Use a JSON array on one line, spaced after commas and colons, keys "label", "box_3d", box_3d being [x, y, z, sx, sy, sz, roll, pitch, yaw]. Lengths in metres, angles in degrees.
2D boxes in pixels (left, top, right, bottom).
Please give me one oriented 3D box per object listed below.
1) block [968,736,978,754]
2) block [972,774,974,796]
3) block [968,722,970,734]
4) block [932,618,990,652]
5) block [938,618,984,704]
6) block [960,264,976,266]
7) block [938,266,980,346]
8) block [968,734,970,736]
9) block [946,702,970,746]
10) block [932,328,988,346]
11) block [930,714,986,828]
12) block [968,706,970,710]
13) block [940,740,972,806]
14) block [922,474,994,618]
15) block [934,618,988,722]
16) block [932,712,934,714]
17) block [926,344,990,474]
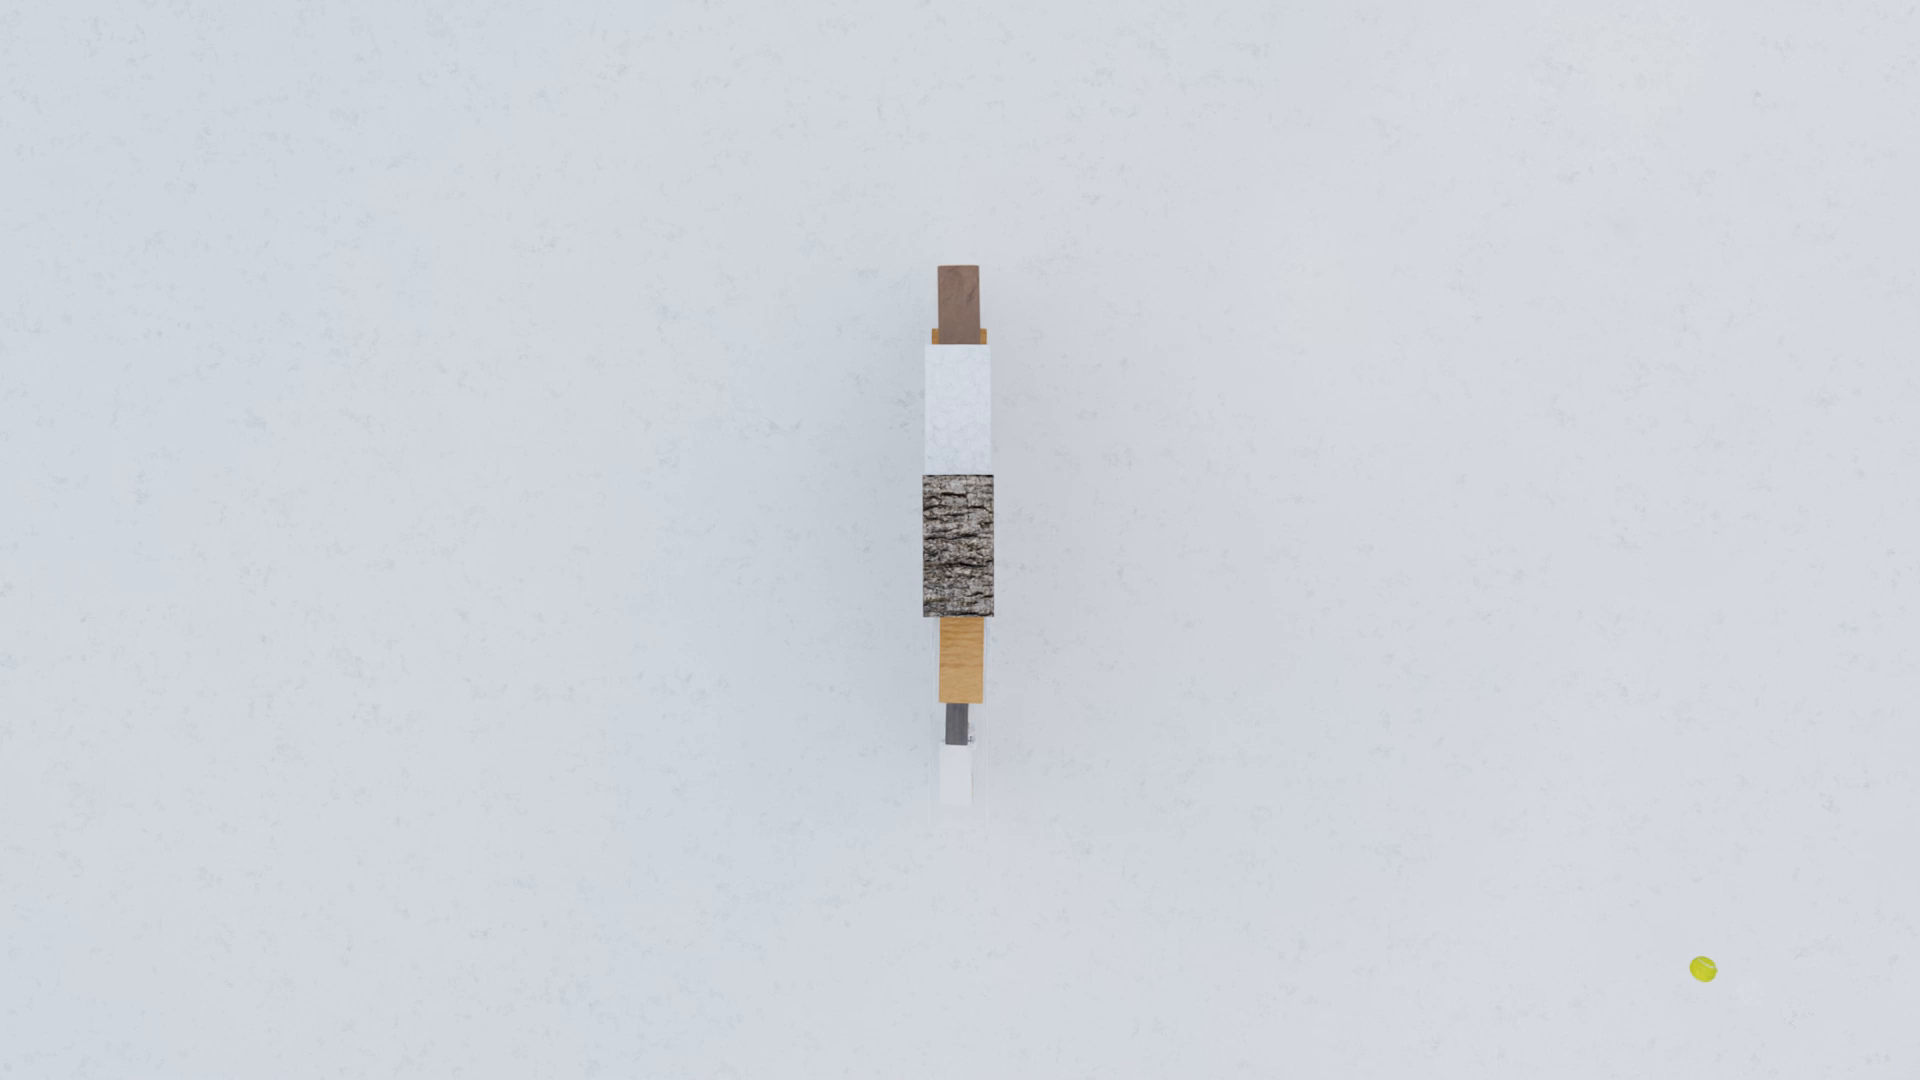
[{"label": "block", "box_3d": [0.000, 0.570, 4.592, 0.086, 0.173, 0.024, 0, 92, 7]}, {"label": "block", "box_3d": [-0.005, 0.691, 4.663, 0.086, 0.292, 0.024, 0, 89, 1]}, {"label": "block", "box_3d": [-0.005, 0.524, 4.519, 0.059, 0.319, 0.017, -2, 90, 1]}, {"label": "block", "box_3d": [0.003, 0.154, 4.840, 0.173, 0.049, 0.346, 0, 90, 0]}, {"label": "block", "box_3d": [0.004, 0.305, 4.247, 0.113, 0.032, 0.227, 1, 90, 0]}, {"label": "block", "box_3d": [-0.004, -0.728, 5.048, 0.111, 0.031, 0.222, 0, 90, 0]}, {"label": "block", "box_3d": [-0.003, -0.612, 4.361, 0.111, 0.031, 0.222, -1, 90, 0]}, {"label": "block", "box_3d": [0.003, 0.553, 4.692, 0.052, 0.015, 0.104, -3, 93, -8]}, {"label": "block", "box_3d": [-0.007, 0.482, 4.355, 0.059, 0.017, 0.119, 2, 84, 2]}, {"label": "block", "box_3d": [-0.002, -0.451, 4.797, 0.161, 0.046, 0.321, 0, 90, 0]}, {"label": "block", "box_3d": [-0.005, 0.674, 4.833, 0.164, 0.047, 0.328, 0, 90, 0]}, {"label": "block", "box_3d": [-0.005, 0.443, 4.430, 0.059, 0.119, 0.017, 1, 90, 0]}, {"label": "block", "box_3d": [-0.011, 0.633, 4.495, 0.086, 0.024, 0.173, 0, 92, 8]}, {"label": "block", "box_3d": [-0.004, 0.014, 4.044, 0.174, 0.049, 0.348, 0, 90, 0]}, {"label": "block", "box_3d": [0.001, 0.352, 4.510, 0.143, 0.040, 0.285, 0, 90, 0]}, {"label": "block", "box_3d": [-0.004, 0.565, 5.020, 0.164, 0.329, 0.047, 0, 90, 0]}, {"label": "block", "box_3d": [-0.005, -0.329, 4.204, 0.165, 0.047, 0.330, 0, 90, 0]}]
